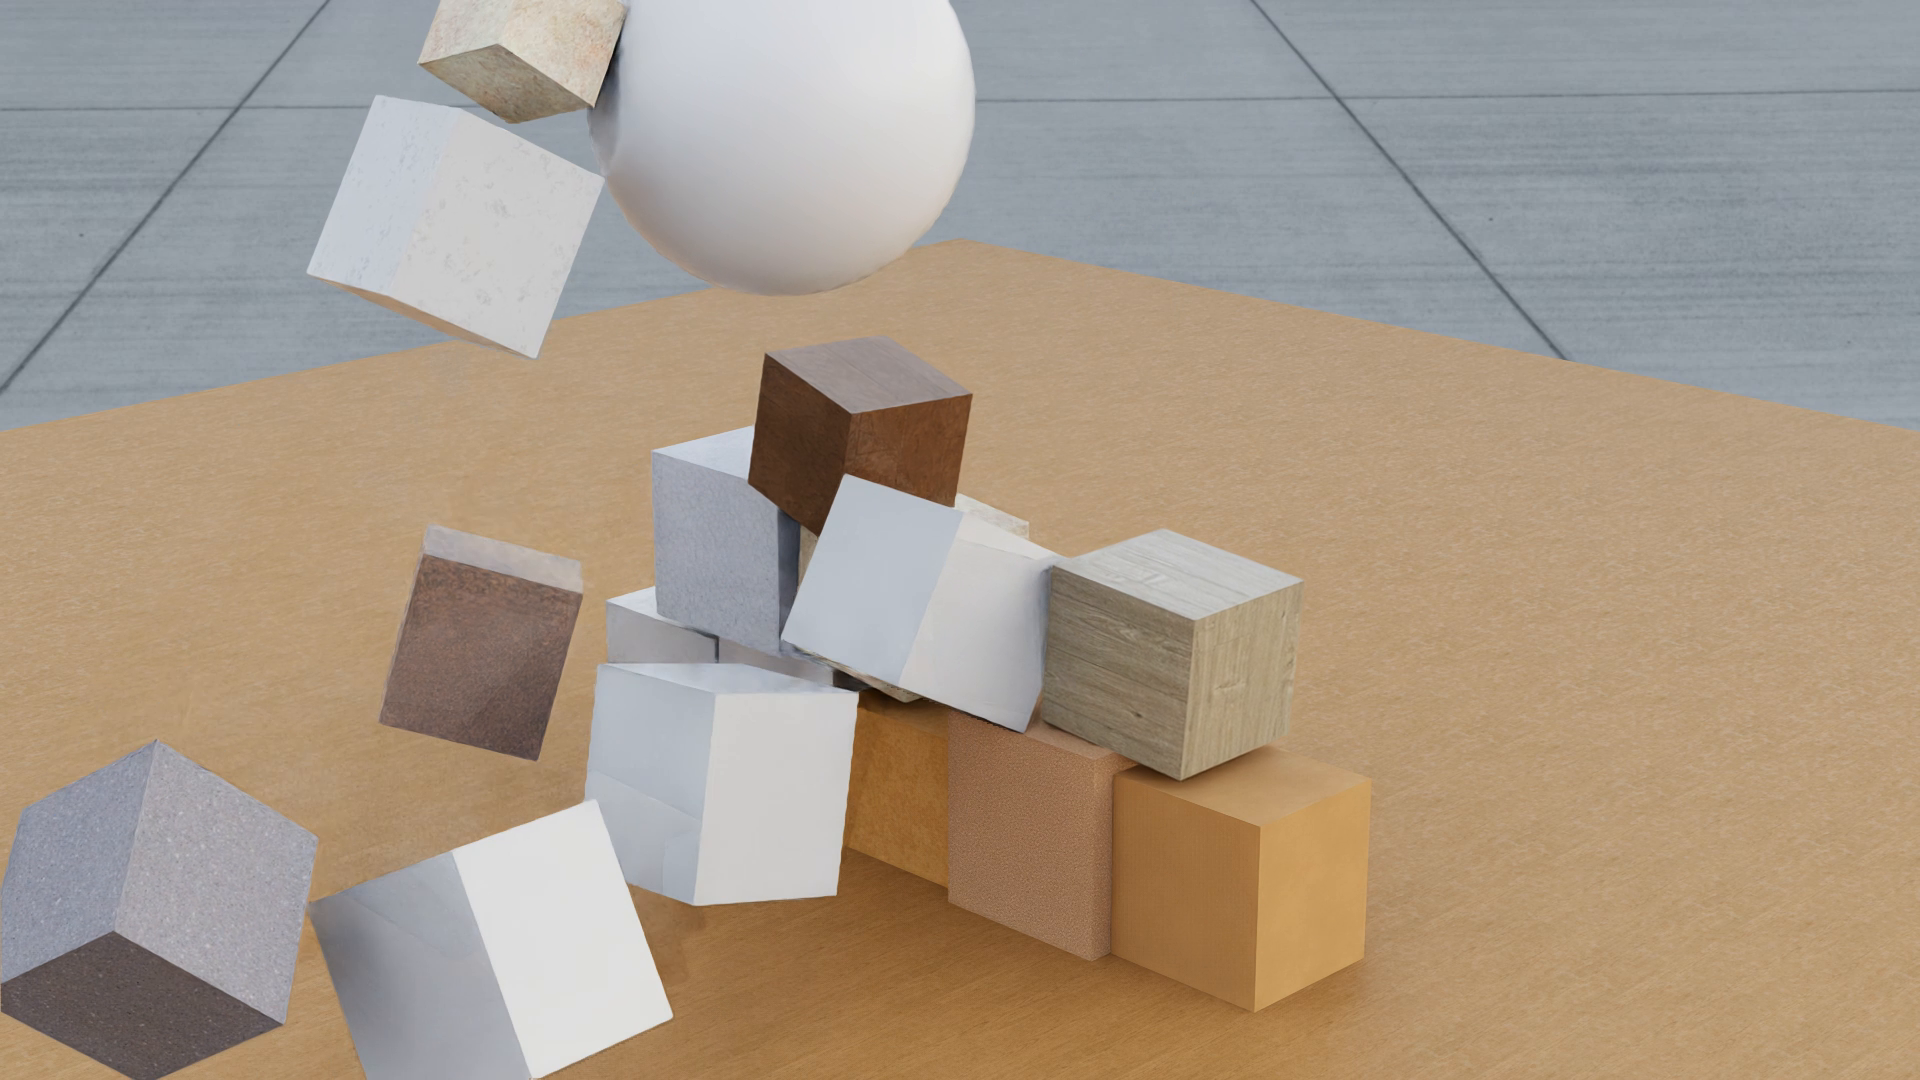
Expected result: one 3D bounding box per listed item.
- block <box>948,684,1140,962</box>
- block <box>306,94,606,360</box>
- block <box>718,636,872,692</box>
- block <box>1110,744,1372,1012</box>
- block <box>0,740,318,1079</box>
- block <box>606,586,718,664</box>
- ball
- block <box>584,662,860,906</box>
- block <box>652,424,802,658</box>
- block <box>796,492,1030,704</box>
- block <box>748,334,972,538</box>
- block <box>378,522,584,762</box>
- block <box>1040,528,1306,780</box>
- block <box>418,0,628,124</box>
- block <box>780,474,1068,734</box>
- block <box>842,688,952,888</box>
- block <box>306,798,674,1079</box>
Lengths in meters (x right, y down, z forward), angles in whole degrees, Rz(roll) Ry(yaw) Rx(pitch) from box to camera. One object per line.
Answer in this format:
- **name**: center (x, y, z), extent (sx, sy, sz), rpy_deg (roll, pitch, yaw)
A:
- **block**: center (0.610, 1.168, 13.079), extent (0.869, 0.929, 1.005), rpy_deg (17, 24, 42)
- **block**: center (-1.941, -1.207, 11.281), extent (0.684, 0.743, 0.669), rpy_deg (23, -4, -40)
- **block**: center (-0.591, 0.844, 14.224), extent (0.806, 0.862, 0.817), rpy_deg (-17, 24, -42)
- **block**: center (1.194, 1.396, 12.519), extent (0.736, 0.831, 0.801), rpy_deg (-17, 24, -42)
- **block**: center (-2.909, 1.347, 10.538), extent (0.745, 0.772, 0.790), rpy_deg (-25, 44, 28)
- **block**: center (-1.170, 0.686, 14.813), extent (0.871, 0.810, 0.844), rpy_deg (-17, 24, -42)
- **ball**: center (-0.732, -1.795, 12.010), extent (1.600, 1.600, 1.600), rpy_deg (0, 17, 0)
- **block**: center (-0.994, 0.981, 12.018), extent (0.755, 0.843, 0.765), rpy_deg (3, 5, -44)
- **block**: center (-0.845, -0.034, 14.197), extent (0.907, 0.828, 0.899), rpy_deg (17, 24, 42)
- **block**: center (-0.227, 0.215, 13.625), extent (0.725, 0.716, 0.766), rpy_deg (-16, 29, -41)
- **block**: center (-0.459, -0.459, 13.295), extent (0.671, 0.656, 0.681), rpy_deg (-12, 33, -37)
- **block**: center (-2.146, 0.449, 13.154), extent (0.711, 0.780, 0.740), rpy_deg (15, 8, -11)
- **block**: center (0.905, 0.473, 12.538), extent (0.787, 0.719, 0.729), rpy_deg (22, 27, 39)
- **block**: center (-1.717, -1.977, 11.515), extent (0.551, 0.441, 0.484), rpy_deg (-2, -25, 46)
- **block**: center (-0.111, 0.272, 12.610), extent (0.776, 0.765, 0.814), rpy_deg (19, -3, 46)
- **block**: center (-0.007, 1.087, 13.683), extent (0.773, 0.721, 0.821), rpy_deg (-17, 24, -42)
- **block**: center (-1.791, 1.601, 11.159), extent (0.910, 0.881, 0.745), rpy_deg (-22, -3, 39)
